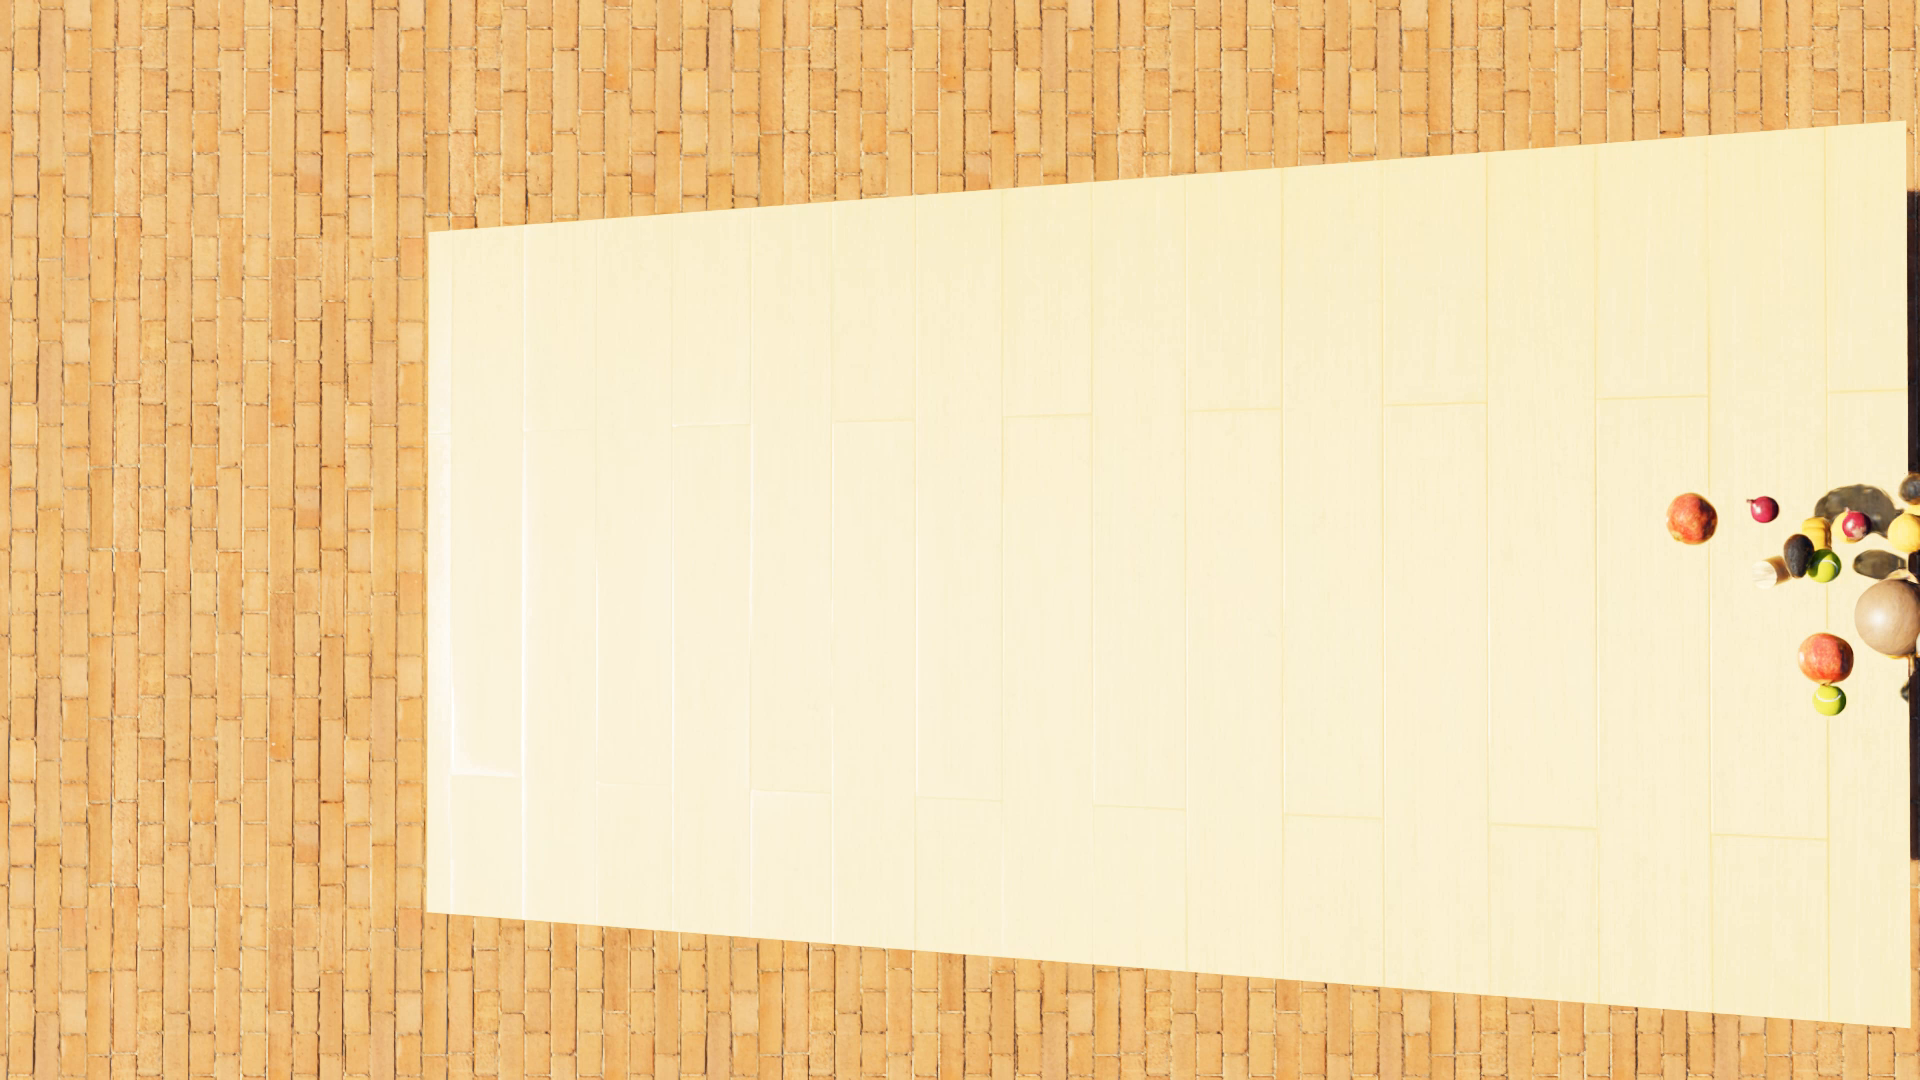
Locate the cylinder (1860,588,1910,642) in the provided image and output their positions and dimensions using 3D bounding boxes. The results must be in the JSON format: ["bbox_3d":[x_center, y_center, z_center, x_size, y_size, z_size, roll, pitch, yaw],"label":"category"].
[{"bbox_3d":[1.917,0.155,4.562,0.083,0.083,0.083,-1,62,0],"label":"cylinder"}]

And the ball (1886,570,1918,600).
[{"bbox_3d":[1.814,0.086,4.236,0.058,0.058,0.058,0,89,0],"label":"ball"}]

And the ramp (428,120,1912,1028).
[{"bbox_3d":[0.283,0.083,5.705,4.000,0.100,2.000,0,89,24],"label":"ramp"}]

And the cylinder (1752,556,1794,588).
[{"bbox_3d":[1.766,0.069,4.780,0.063,0.063,0.063,-12,89,-36],"label":"cylinder"}]

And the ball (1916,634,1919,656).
[{"bbox_3d":[1.606,0.172,3.588,0.084,0.084,0.084,0,89,0],"label":"ball"}]
